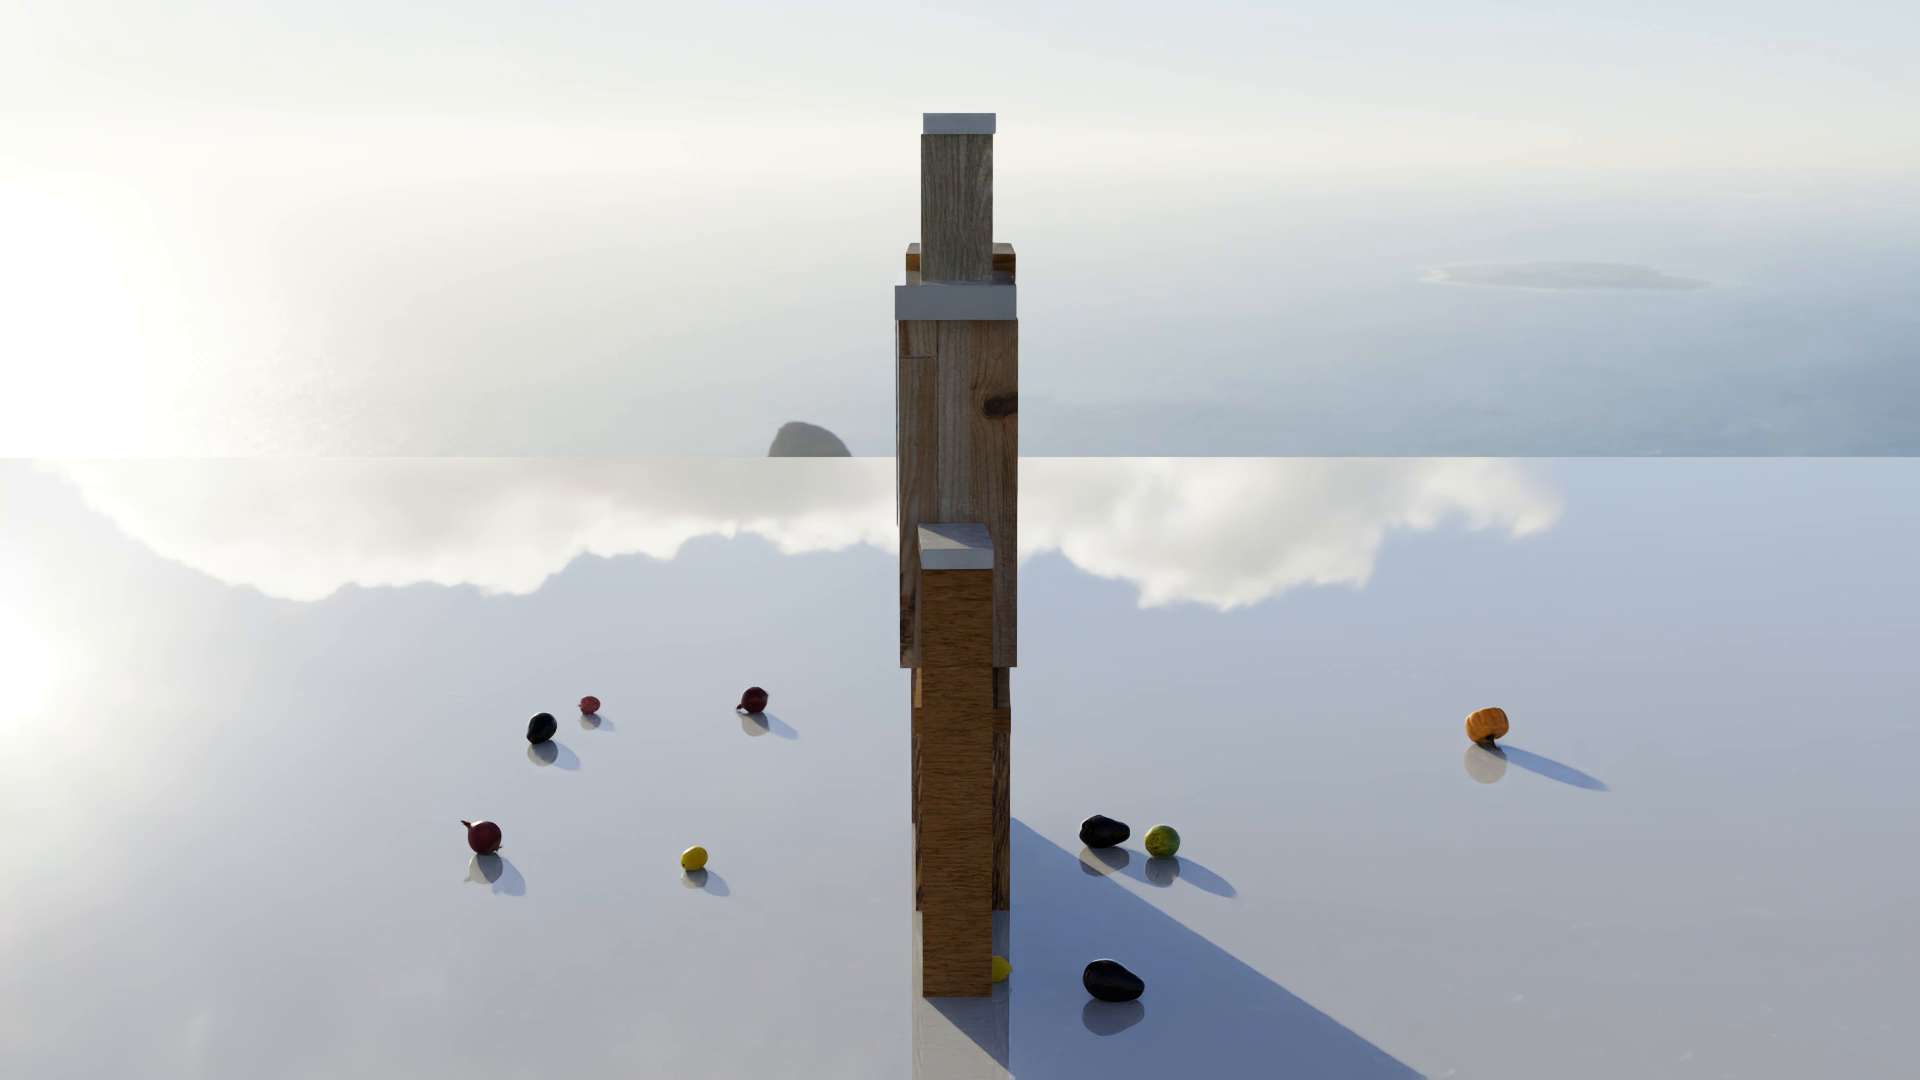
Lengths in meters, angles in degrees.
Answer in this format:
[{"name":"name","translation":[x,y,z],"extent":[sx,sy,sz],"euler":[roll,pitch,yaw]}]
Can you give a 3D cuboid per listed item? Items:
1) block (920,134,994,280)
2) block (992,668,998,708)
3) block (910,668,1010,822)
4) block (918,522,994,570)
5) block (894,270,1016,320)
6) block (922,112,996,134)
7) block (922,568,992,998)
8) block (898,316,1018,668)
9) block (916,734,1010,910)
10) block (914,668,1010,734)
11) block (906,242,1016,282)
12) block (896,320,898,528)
[{"name":"block","translation":[-0.005,-0.505,3.335],"extent":[0.109,0.219,0.031],"euler":[0,11,-3]},{"name":"block","translation":[0.001,0.149,3.482],"extent":[0.117,0.234,0.033],"euler":[0,11,0]},{"name":"block","translation":[0.001,0.022,3.978],"extent":[0.180,1.003,0.051],"euler":[0,10,0]},{"name":"block","translation":[-0.008,0.008,3.190],"extent":[0.102,0.029,0.203],"euler":[-1,11,-3]},{"name":"block","translation":[-0.008,-0.382,3.411],"extent":[0.180,0.051,0.359],"euler":[0,10,0]},{"name":"block","translation":[-0.003,-0.641,3.383],"extent":[0.109,0.031,0.219],"euler":[0,11,-1]},{"name":"block","translation":[-0.004,0.352,3.185],"extent":[0.102,0.645,0.029],"euler":[0,11,0]},{"name":"block","translation":[-0.004,-0.072,3.348],"extent":[0.180,0.535,0.051],"euler":[0,10,-3]},{"name":"block","translation":[0.004,0.450,3.582],"extent":[0.153,0.307,0.043],"euler":[0,11,0]},{"name":"block","translation":[0.004,0.259,3.651],"extent":[0.153,0.043,0.307],"euler":[0,11,0]},{"name":"block","translation":[0.001,-0.475,3.767],"extent":[0.180,0.051,0.360],"euler":[0,11,0]},{"name":"block","translation":[-0.013,-0.202,3.566],"extent":[0.180,0.359,0.051],"euler":[0,11,2]}]
